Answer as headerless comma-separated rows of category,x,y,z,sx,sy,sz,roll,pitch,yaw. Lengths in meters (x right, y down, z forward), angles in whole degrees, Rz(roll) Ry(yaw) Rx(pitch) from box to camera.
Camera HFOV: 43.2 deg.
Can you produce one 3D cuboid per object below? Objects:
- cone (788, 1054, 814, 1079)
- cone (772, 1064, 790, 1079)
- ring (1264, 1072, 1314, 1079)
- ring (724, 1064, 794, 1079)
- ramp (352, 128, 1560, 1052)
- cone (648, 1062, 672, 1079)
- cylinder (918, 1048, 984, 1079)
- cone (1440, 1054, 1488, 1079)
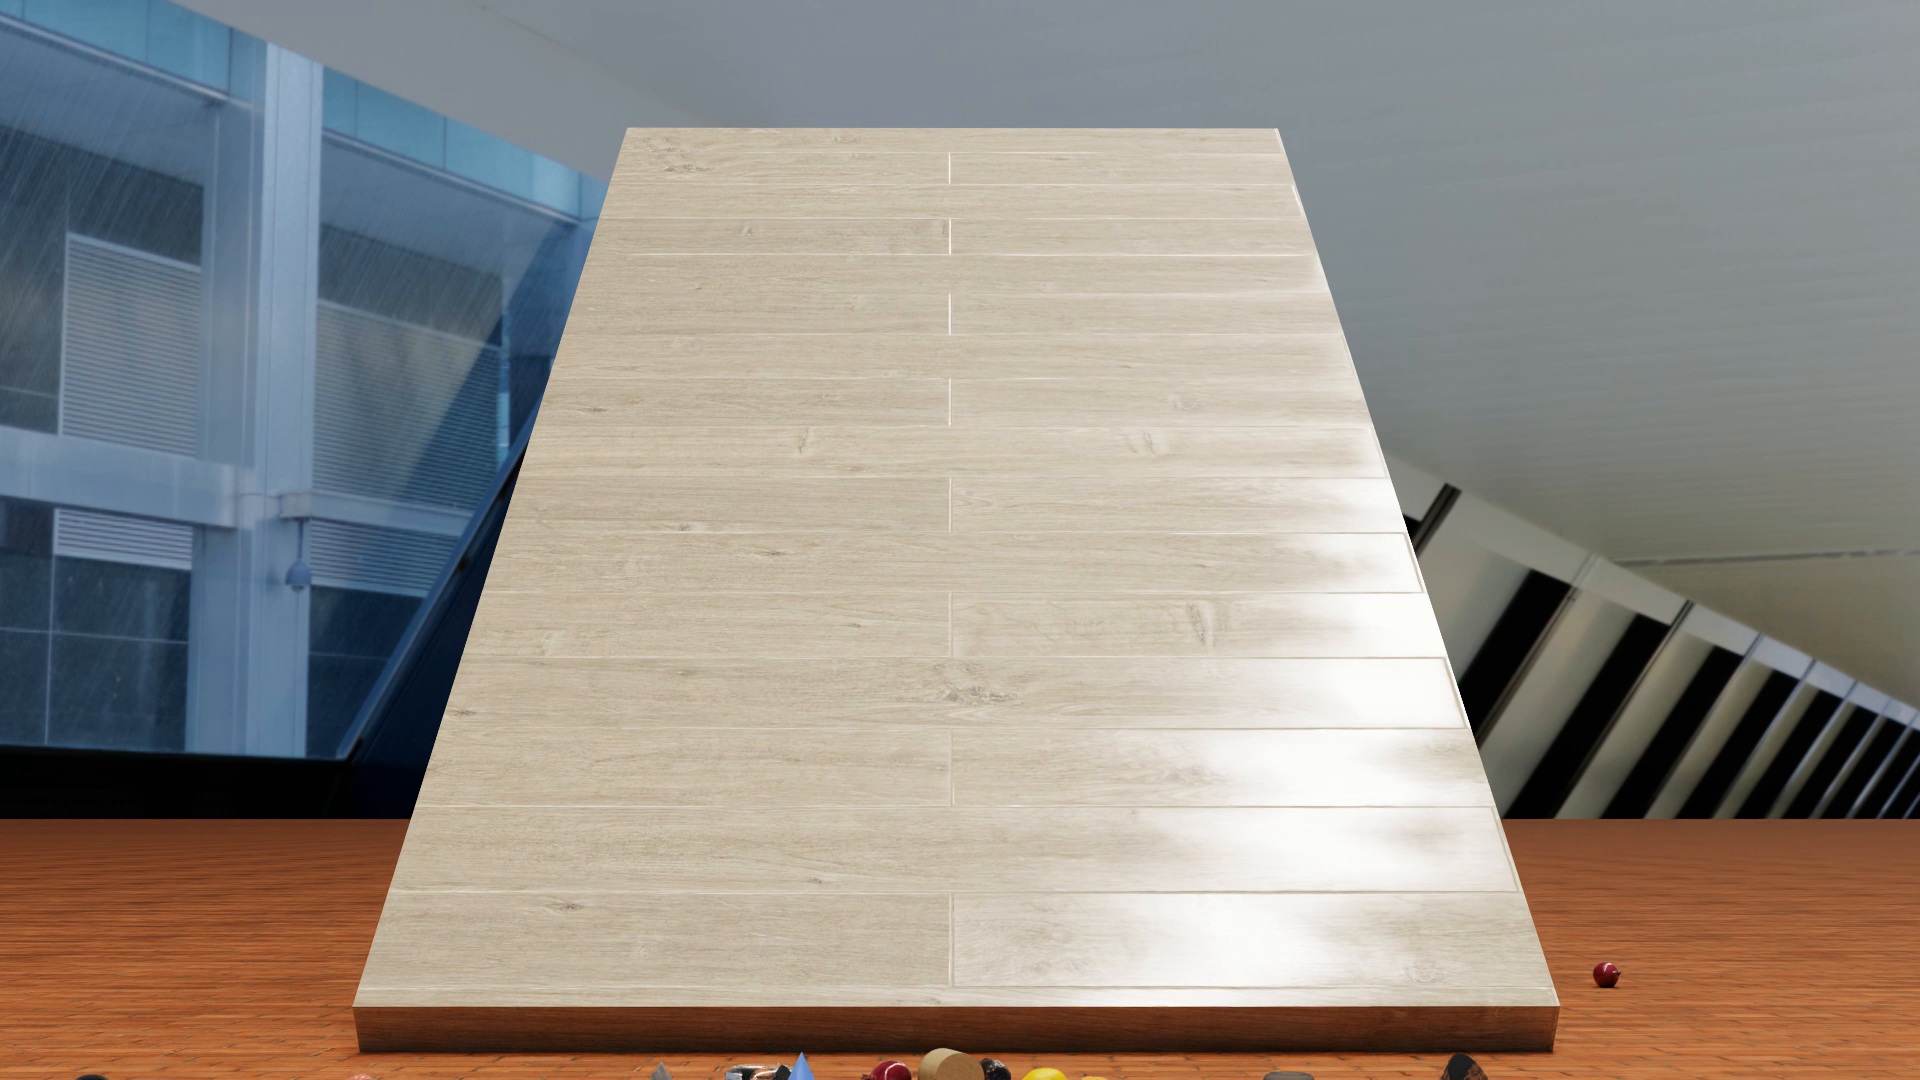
cone,-0.214,0.729,3.267,0.078,0.078,0.078,0,-6,0
cone,-0.259,0.769,3.383,0.054,0.054,0.054,-30,7,-24
ring,0.475,0.782,3.497,0.075,0.025,0.075,1,-6,0
ring,-0.283,0.774,3.480,0.113,0.038,0.113,1,-7,0
ramp,-0.014,-0.204,5.762,2.000,0.100,4.000,0,31,0
cone,-0.424,0.761,3.331,0.064,0.064,0.064,-34,-1,-9
cylinder,-0.013,0.741,3.346,0.072,0.072,0.072,2,-7,-20
cone,0.658,0.750,3.273,0.085,0.085,0.085,6,-35,-43
